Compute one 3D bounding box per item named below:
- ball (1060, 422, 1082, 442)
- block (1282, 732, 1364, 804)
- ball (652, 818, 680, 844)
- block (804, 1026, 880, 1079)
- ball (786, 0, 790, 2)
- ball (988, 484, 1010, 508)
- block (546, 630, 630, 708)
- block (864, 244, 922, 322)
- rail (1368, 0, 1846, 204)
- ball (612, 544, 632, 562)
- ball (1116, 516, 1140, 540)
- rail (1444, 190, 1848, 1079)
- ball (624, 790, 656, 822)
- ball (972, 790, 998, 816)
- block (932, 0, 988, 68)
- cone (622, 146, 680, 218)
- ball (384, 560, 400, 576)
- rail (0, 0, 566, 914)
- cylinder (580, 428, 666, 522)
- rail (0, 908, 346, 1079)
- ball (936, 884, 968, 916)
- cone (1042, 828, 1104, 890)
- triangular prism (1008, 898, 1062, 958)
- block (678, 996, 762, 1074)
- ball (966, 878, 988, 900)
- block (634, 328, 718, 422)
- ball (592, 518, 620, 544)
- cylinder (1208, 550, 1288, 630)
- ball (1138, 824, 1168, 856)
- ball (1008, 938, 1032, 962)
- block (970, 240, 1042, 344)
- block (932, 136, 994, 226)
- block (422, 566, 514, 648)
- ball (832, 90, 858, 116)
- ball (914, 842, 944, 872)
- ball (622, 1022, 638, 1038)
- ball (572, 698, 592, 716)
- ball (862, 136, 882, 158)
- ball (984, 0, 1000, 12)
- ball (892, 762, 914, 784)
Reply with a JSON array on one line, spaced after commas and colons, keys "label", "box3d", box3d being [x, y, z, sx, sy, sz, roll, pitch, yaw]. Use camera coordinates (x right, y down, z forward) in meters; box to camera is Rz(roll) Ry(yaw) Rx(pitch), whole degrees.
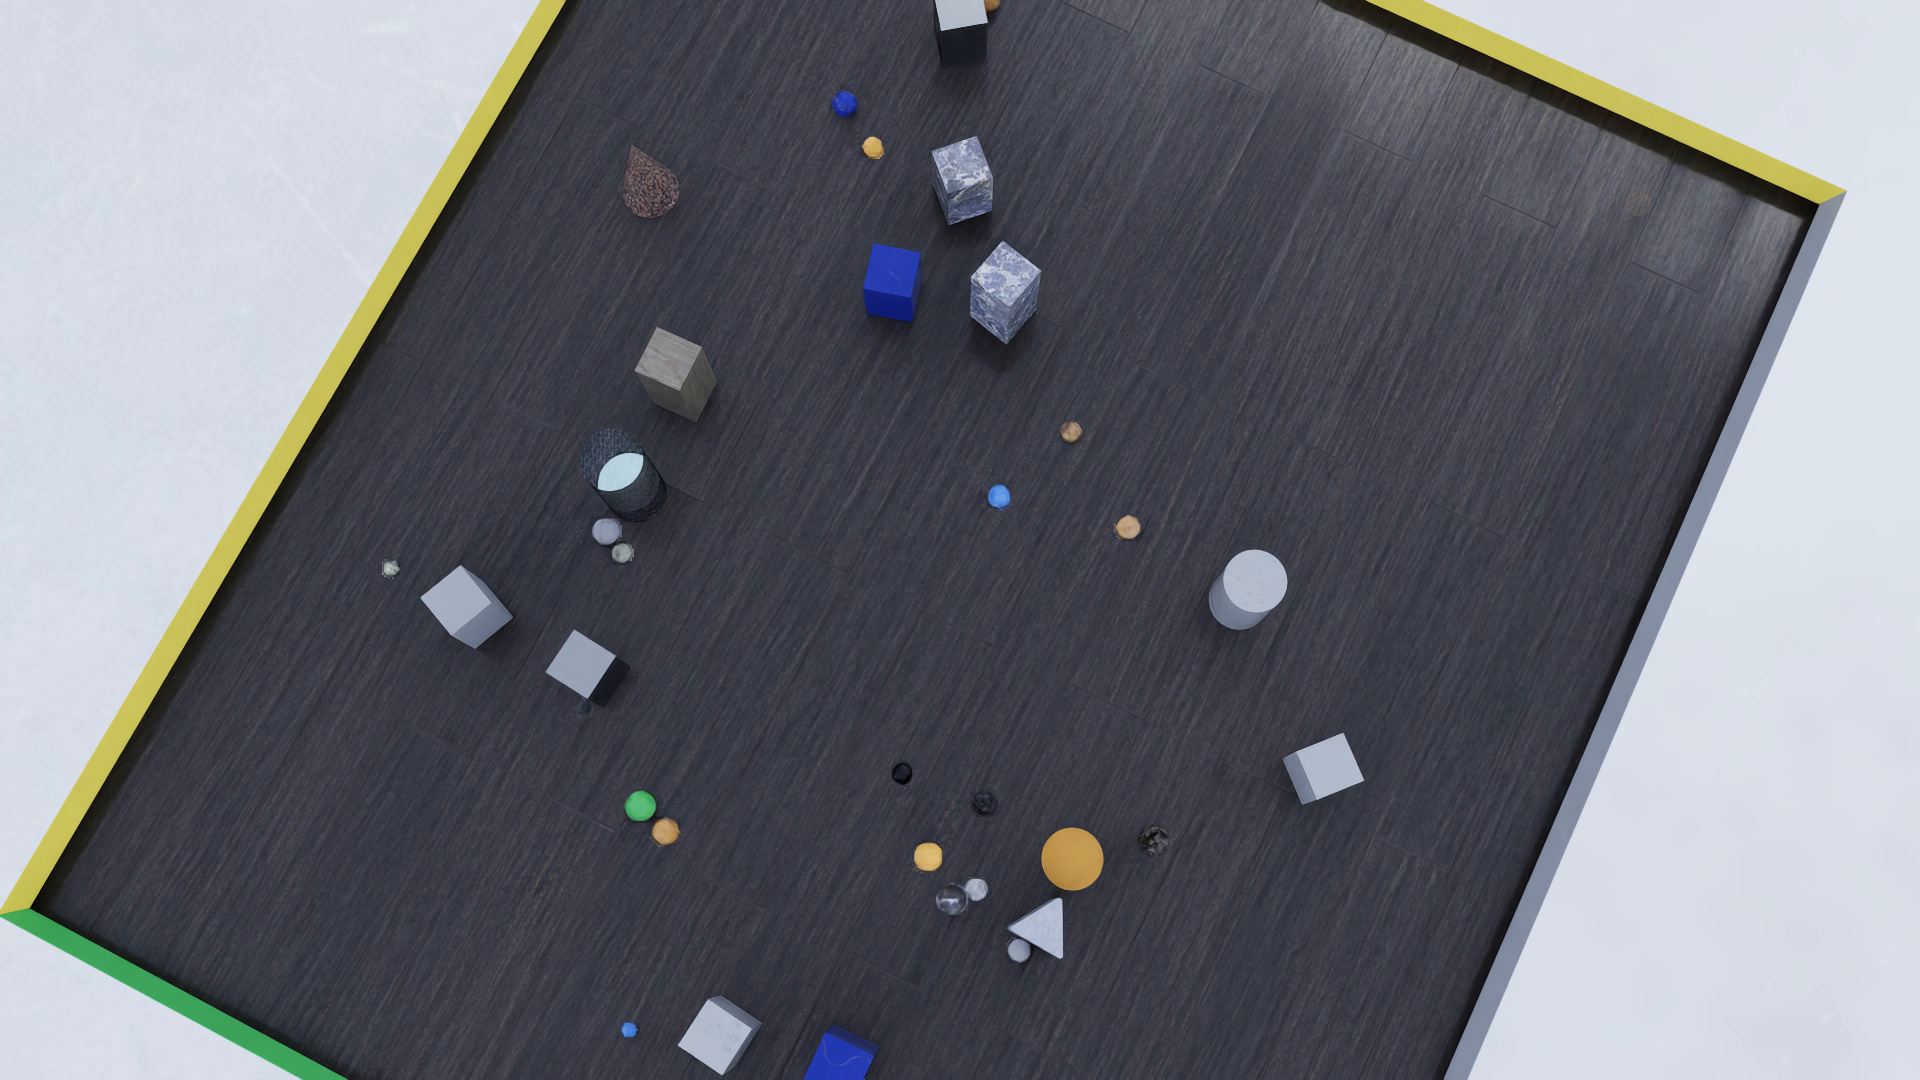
[{"label": "ball", "box3d": [0.342, -0.333, 5.653, 0.064, 0.064, 0.064, 0, 78, 0]}, {"label": "block", "box3d": [1.059, 0.671, 5.358, 0.147, 0.235, 0.147, -21, 79, -4]}, {"label": "ball", "box3d": [-0.867, 0.857, 5.396, 0.079, 0.079, 0.079, 0, 78, 0]}, {"label": "block", "box3d": [-0.330, 1.467, 5.130, 0.147, 0.358, 0.147, 24, 79, 5]}, {"label": "ball", "box3d": [-0.559, -1.783, 5.954, 0.061, 0.061, 0.061, 0, 78, 0]}, {"label": "ball", "box3d": [0.120, -0.133, 5.608, 0.071, 0.071, 0.071, 0, 78, 0]}, {"label": "block", "box3d": [-1.096, 0.383, 5.413, 0.147, 0.243, 0.147, 31, 80, 6]}, {"label": "block", "box3d": [-0.206, -0.792, 5.662, 0.147, 0.232, 0.147, 11, 79, 2]}, {"label": "rail", "box3d": [0.987, -1.927, 5.953, 3.966, 0.119, 0.045, 26, 80, 5]}, {"label": "ball", "box3d": [-1.030, 0.040, 5.578, 0.059, 0.059, 0.059, 0, 78, 0]}, {"label": "ball", "box3d": [0.514, -0.039, 5.588, 0.072, 0.072, 0.072, 0, 78, 0]}, {"label": "rail", "box3d": [1.753, 0.864, 5.376, 0.045, 0.119, 4.461, 26, 80, 5]}, {"label": "ball", "box3d": [-0.943, 0.786, 5.407, 0.091, 0.091, 0.091, 0, 78, 0]}, {"label": "ball", "box3d": [0.074, 0.778, 5.418, 0.073, 0.073, 0.073, 0, 78, 0]}, {"label": "block", "box3d": [0.001, -1.638, 5.826, 0.147, 0.253, 0.147, -11, 79, -2]}, {"label": "cone", "box3d": [-0.986, -1.151, 5.674, 0.184, 0.353, 0.184, 0, 78, 0]}, {"label": "ball", "box3d": [-1.730, 0.086, 5.575, 0.047, 0.047, 0.047, 0, 78, 0]}, {"label": "rail", "box3d": [-1.753, -0.852, 5.730, 0.045, 0.119, 4.461, 26, 80, 5]}, {"label": "cylinder", "box3d": [-0.995, -0.186, 5.435, 0.184, 0.430, 0.184, 0, 78, 0]}, {"label": "rail", "box3d": [-0.987, 1.939, 5.153, 3.966, 0.119, 0.045, 26, 80, 5]}, {"label": "ball", "box3d": [-0.023, 1.050, 5.353, 0.092, 0.092, 0.092, 0, 78, 0]}, {"label": "cone", "box3d": [0.333, 0.911, 5.265, 0.184, 0.319, 0.184, 0, 78, 0]}, {"label": "triangular prism", "box3d": [0.240, 1.077, 5.185, 0.159, 0.409, 0.138, 29, 80, 6]}, {"label": "block", "box3d": [-0.676, 1.398, 5.187, 0.147, 0.275, 0.147, 32, 80, 6]}, {"label": "ball", "box3d": [0.049, 1.024, 5.371, 0.065, 0.065, 0.065, 0, 78, 0]}, {"label": "block", "box3d": [-0.855, -0.496, 5.540, 0.147, 0.349, 0.147, 24, 79, 5]}, {"label": "ball", "box3d": [-1.078, -0.027, 5.580, 0.083, 0.083, 0.083, 0, 78, 0]}, {"label": "cylinder", "box3d": [0.848, 0.150, 5.421, 0.184, 0.322, 0.184, 0, 78, 0]}, {"label": "ball", "box3d": [0.569, 0.882, 5.389, 0.088, 0.088, 0.088, 0, 78, 0]}, {"label": "ball", "box3d": [0.173, 1.194, 5.335, 0.067, 0.067, 0.067, 0, 78, 0]}, {"label": "block", "box3d": [0.136, -0.750, 5.588, 0.147, 0.358, 0.147, 39, 81, 7]}, {"label": "block", "box3d": [0.007, -1.118, 5.715, 0.147, 0.259, 0.147, -19, 79, -4]}, {"label": "block", "box3d": [-1.460, 0.201, 5.439, 0.147, 0.266, 0.147, -40, 81, -8]}, {"label": "ball", "box3d": [-0.368, -1.396, 5.864, 0.080, 0.080, 0.080, 0, 78, 0]}, {"label": "ball", "box3d": [-0.093, 0.930, 5.380, 0.087, 0.087, 0.087, 0, 78, 0]}, {"label": "ball", "box3d": [-0.956, 1.417, 5.302, 0.043, 0.043, 0.043, 0, 78, 0]}, {"label": "ball", "box3d": [-1.128, 0.499, 5.481, 0.058, 0.058, 0.058, 0, 78, 0]}, {"label": "ball", "box3d": [-0.278, -1.252, 5.843, 0.064, 0.064, 0.064, 0, 78, 0]}, {"label": "ball", "box3d": [0.089, -1.755, 5.934, 0.088, 0.088, 0.088, 0, 78, 0]}, {"label": "ball", "box3d": [-0.171, 0.694, 5.441, 0.063, 0.063, 0.063, 0, 78, 0]}]
